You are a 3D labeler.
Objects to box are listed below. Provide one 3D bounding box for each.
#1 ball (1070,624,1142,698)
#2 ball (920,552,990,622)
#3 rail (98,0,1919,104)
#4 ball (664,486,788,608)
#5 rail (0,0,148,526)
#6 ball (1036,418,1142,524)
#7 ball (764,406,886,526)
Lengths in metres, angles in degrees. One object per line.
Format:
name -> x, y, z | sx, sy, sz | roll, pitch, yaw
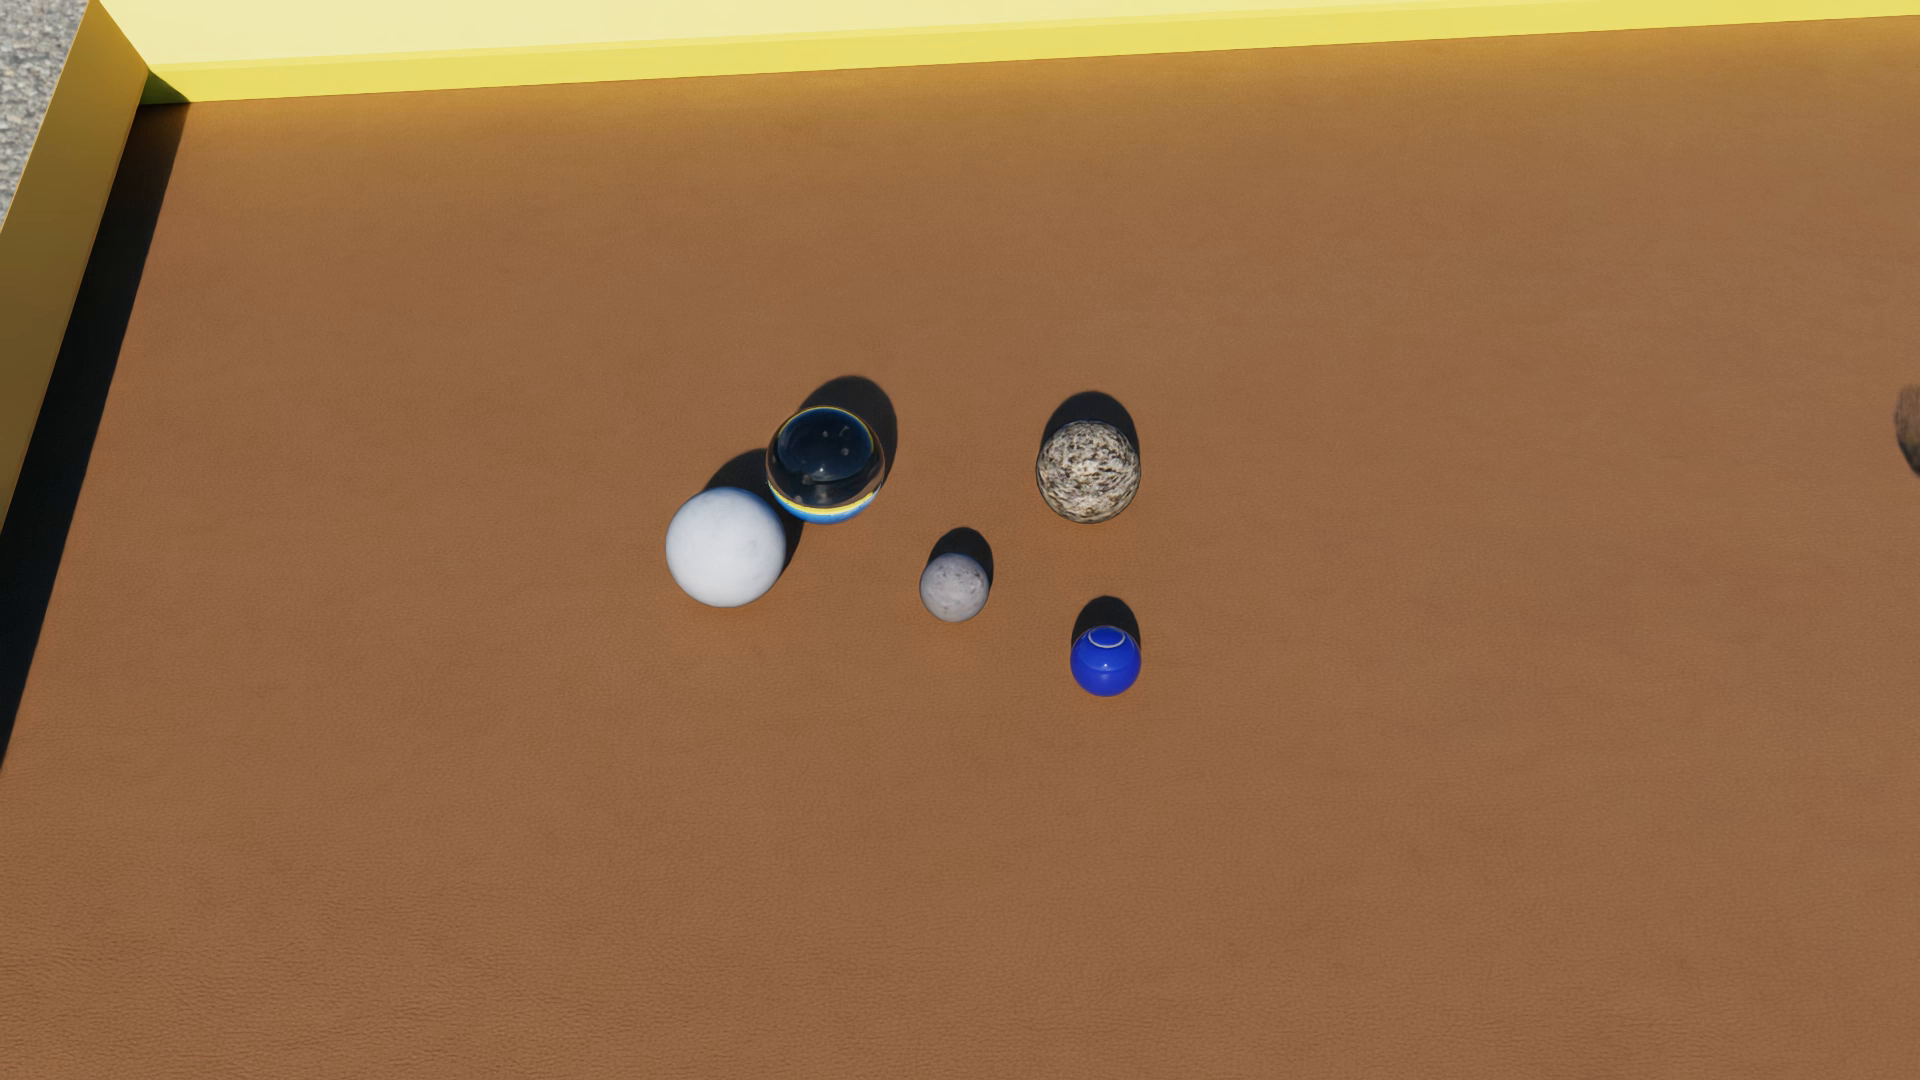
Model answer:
ball -> 0.092, 0.077, 1.623 | 0.046, 0.046, 0.046 | 0, 36, 0
ball -> -0.004, 0.031, 1.685 | 0.047, 0.047, 0.047 | 0, 36, 0
rail -> 0.579, -0.515, 2.393 | 2.698, 0.108, 0.045 | -4, 36, -5
ball -> -0.154, 0.005, 1.693 | 0.081, 0.081, 0.081 | 0, 36, 0
rail -> -0.646, 0.026, 1.638 | 0.045, 0.108, 1.607 | -4, 36, -5
ball -> 0.089, -0.048, 1.772 | 0.073, 0.073, 0.073 | 0, 36, 0
ball -> -0.093, -0.052, 1.770 | 0.083, 0.083, 0.083 | 0, 36, 0
